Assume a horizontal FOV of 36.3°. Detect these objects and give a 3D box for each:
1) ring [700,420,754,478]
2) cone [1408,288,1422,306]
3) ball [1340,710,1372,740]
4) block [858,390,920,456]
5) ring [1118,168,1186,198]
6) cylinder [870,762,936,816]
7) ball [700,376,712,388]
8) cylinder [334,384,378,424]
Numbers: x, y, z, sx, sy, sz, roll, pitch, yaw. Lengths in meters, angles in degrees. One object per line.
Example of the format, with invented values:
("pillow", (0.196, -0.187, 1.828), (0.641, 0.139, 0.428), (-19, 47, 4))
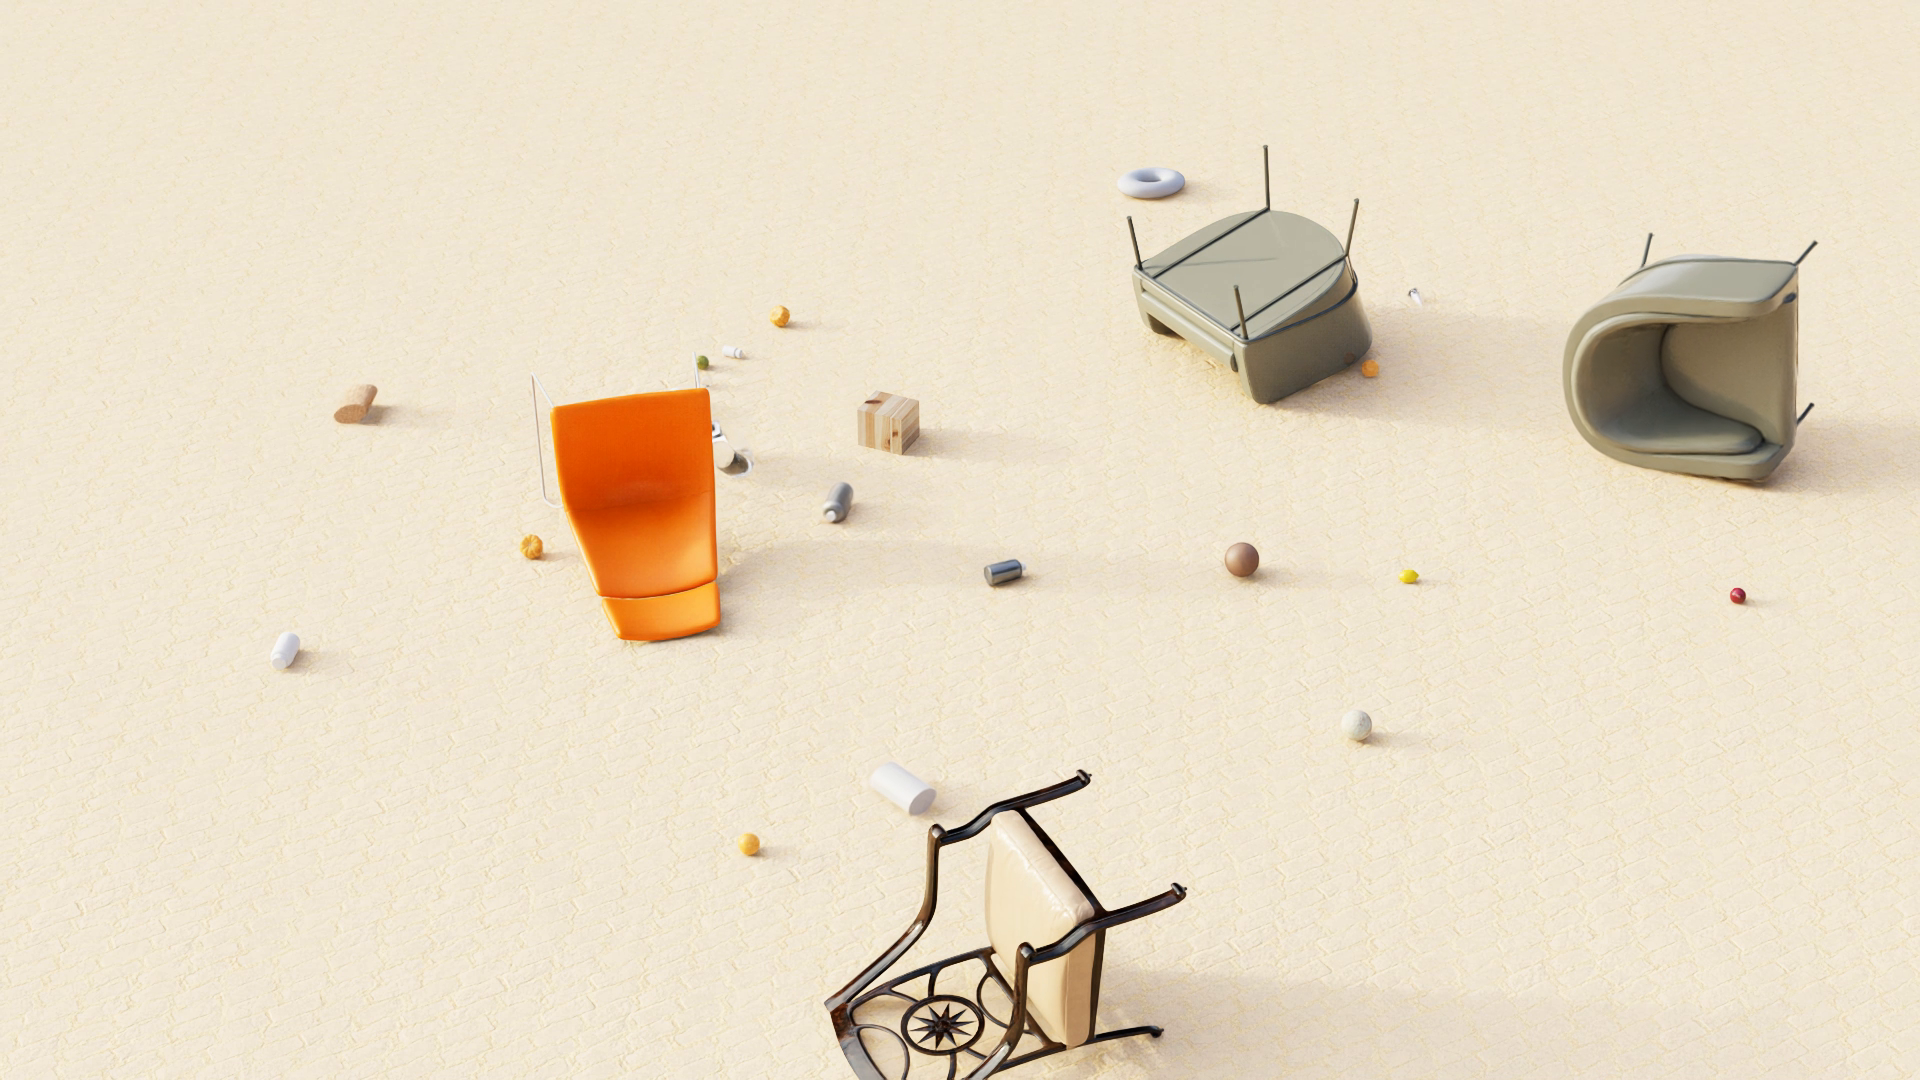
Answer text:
("ring", (-0.896, -0.352, 11.295), (0.096, 0.253, 0.297), (-39, 9, 17))
("cone", (1.947, -1.024, 12.475), (0.054, 0.053, 0.085), (-4, 49, -29))
("ball", (1.339, 0.625, 9.900), (0.106, 0.106, 0.106), (0, 33, 0))
("block", (-0.280, -0.460, 11.495), (0.190, 0.161, 0.165), (14, 36, 20))
("ring", (0.871, -1.626, 13.348), (0.322, 0.072, 0.234), (-10, 34, -16))
("cylinder", (-0.188, 0.816, 9.623), (0.123, 0.091, 0.192), (-30, 43, -32))
("ball", (-1.026, -0.642, 11.873), (0.050, 0.050, 0.050), (0, 33, 0))
("cylinder", (-2.406, -0.543, 11.683), (0.142, 0.081, 0.163), (-18, 29, 19))
